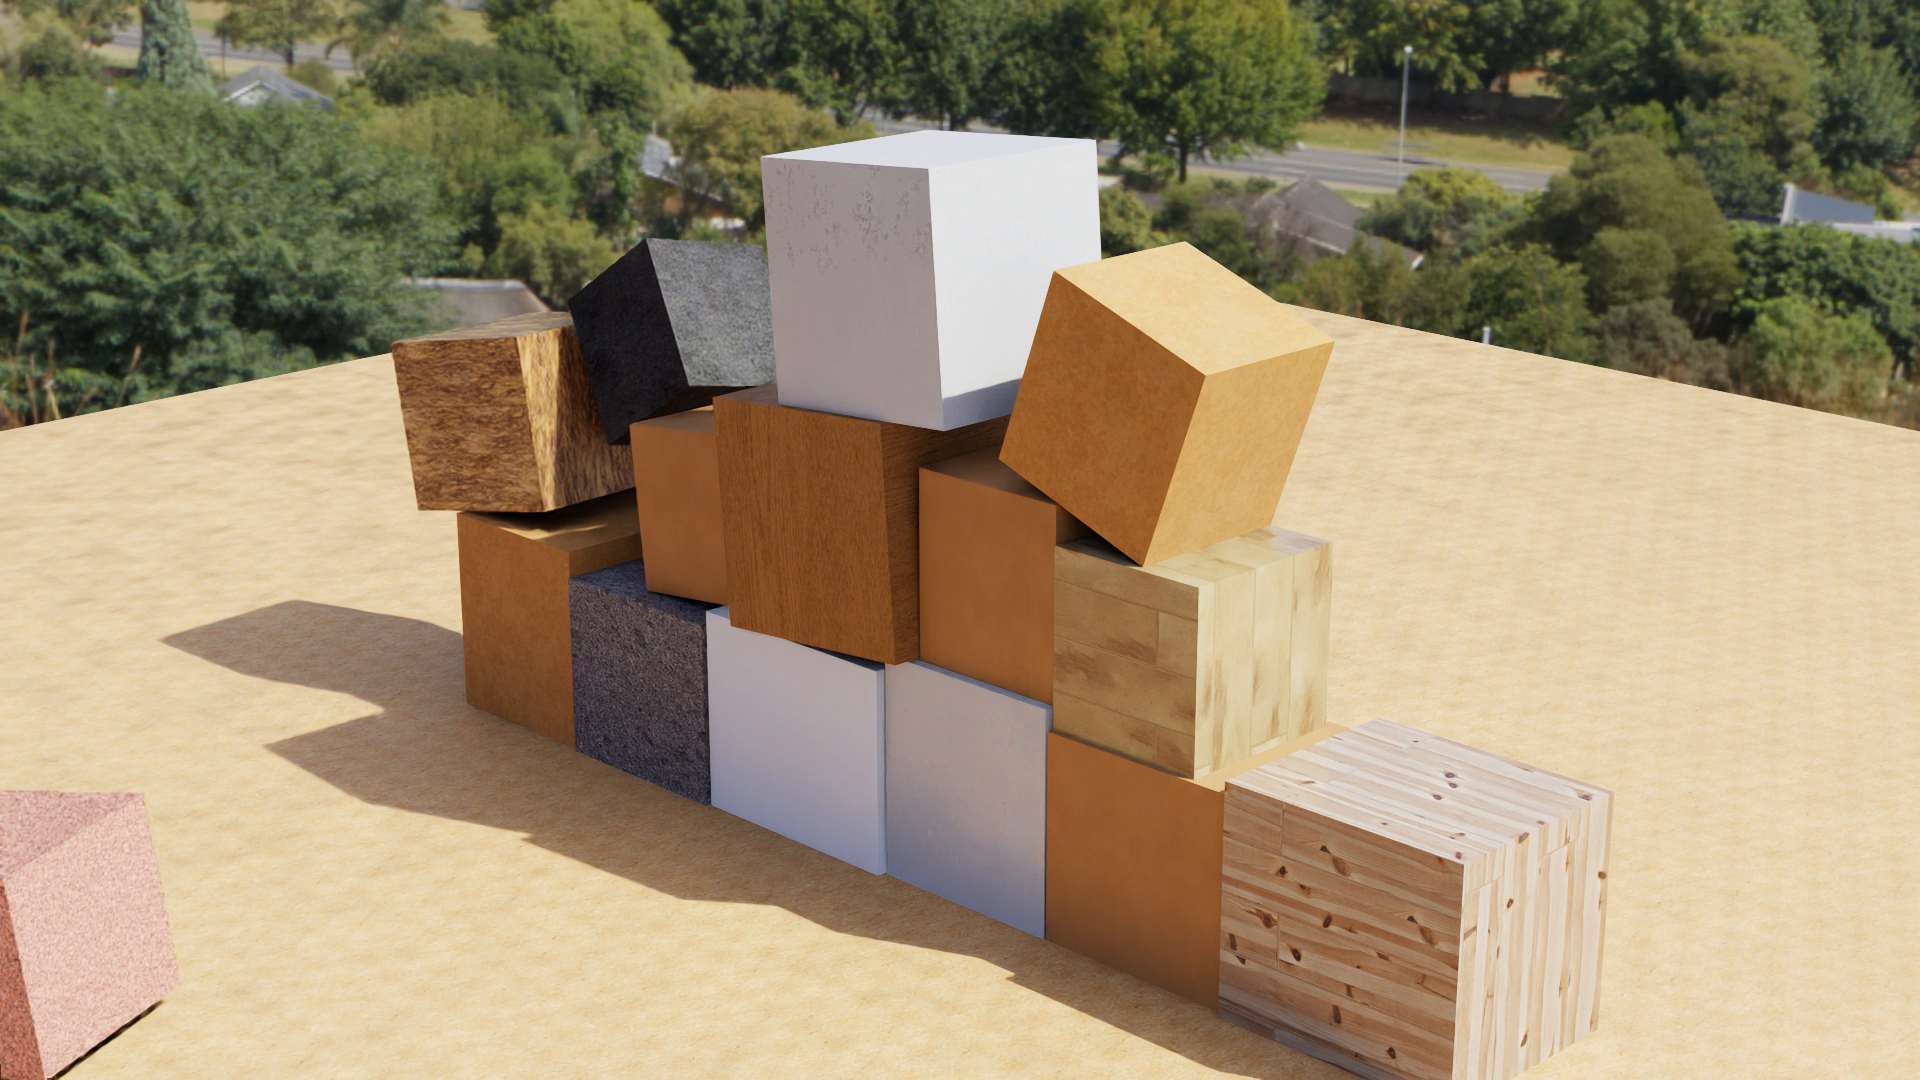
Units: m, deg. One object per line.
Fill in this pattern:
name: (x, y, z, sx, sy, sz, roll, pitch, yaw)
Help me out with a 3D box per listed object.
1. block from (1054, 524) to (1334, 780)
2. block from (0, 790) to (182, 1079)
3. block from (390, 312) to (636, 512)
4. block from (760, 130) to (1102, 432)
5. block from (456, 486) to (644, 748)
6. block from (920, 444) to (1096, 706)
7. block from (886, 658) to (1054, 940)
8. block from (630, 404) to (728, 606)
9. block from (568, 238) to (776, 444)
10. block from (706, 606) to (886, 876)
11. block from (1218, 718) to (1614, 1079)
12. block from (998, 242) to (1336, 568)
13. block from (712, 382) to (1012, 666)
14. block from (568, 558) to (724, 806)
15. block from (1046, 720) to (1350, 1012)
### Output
block: (0.984, 0.410, 12.419, 0.868, 0.827, 0.791, -17, 24, -42)
block: (-3.827, 1.568, 11.792, 0.854, 0.841, 0.907, -1, 16, 21)
block: (-2.241, -0.692, 15.491, 1.003, 0.901, 0.964, 1, 13, 41)
block: (-0.112, -1.184, 13.042, 1.008, 1.117, 1.086, -16, 19, -41)
block: (-1.922, 0.354, 15.456, 1.034, 1.056, 0.948, -17, 24, -42)
block: (0.409, 0.108, 12.934, 0.841, 0.895, 0.819, -17, 24, -42)
block: (0.364, 1.022, 13.304, 0.991, 1.072, 0.990, -17, 24, -42)
block: (-1.015, -0.194, 14.324, 0.759, 0.836, 0.837, -16, 17, -42)
block: (-1.402, -1.002, 14.978, 0.757, 0.810, 0.708, -2, -21, -44)
block: (-0.413, 0.827, 14.054, 1.067, 0.996, 1.183, -17, 24, -42)
block: (1.835, 1.484, 11.875, 1.015, 1.048, 1.167, -17, 24, -42)
block: (0.856, -0.583, 12.264, 0.822, 0.918, 0.876, -17, 44, -42)
block: (-0.318, -0.168, 13.589, 1.111, 1.094, 1.122, -17, 19, -42)
block: (-1.211, 0.626, 14.808, 1.082, 0.927, 1.029, -17, 24, -42)
block: (1.063, 1.287, 12.627, 0.945, 0.972, 1.002, -17, 24, -42)
